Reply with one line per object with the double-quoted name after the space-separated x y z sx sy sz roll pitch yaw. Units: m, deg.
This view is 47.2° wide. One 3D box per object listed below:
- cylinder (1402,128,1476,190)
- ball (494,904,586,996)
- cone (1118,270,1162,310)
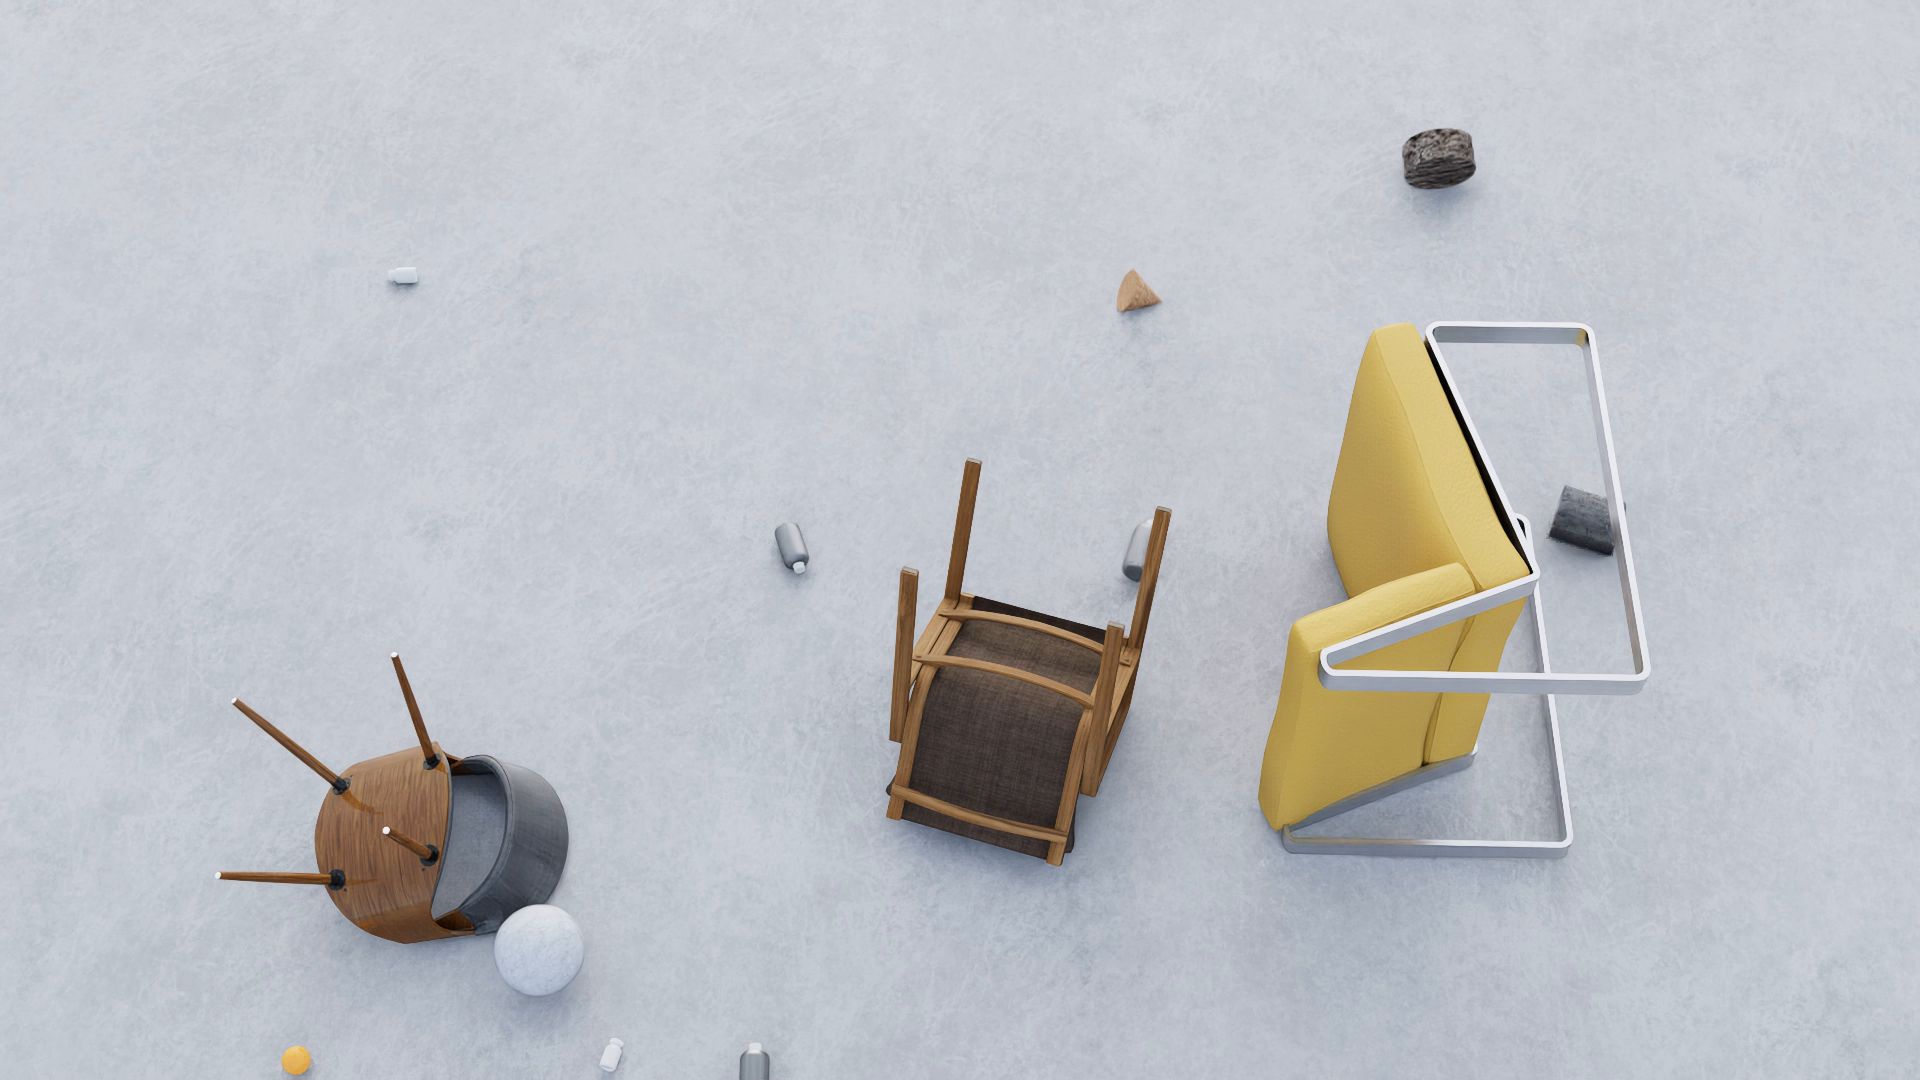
1.597 -1.272 7.333 0.230 0.150 0.131 -8 54 13 "cylinder"
-1.093 1.066 5.717 0.236 0.236 0.236 0 56 0 "ball"
0.594 -0.785 7.065 0.132 0.137 0.125 15 11 -22 "cone"
